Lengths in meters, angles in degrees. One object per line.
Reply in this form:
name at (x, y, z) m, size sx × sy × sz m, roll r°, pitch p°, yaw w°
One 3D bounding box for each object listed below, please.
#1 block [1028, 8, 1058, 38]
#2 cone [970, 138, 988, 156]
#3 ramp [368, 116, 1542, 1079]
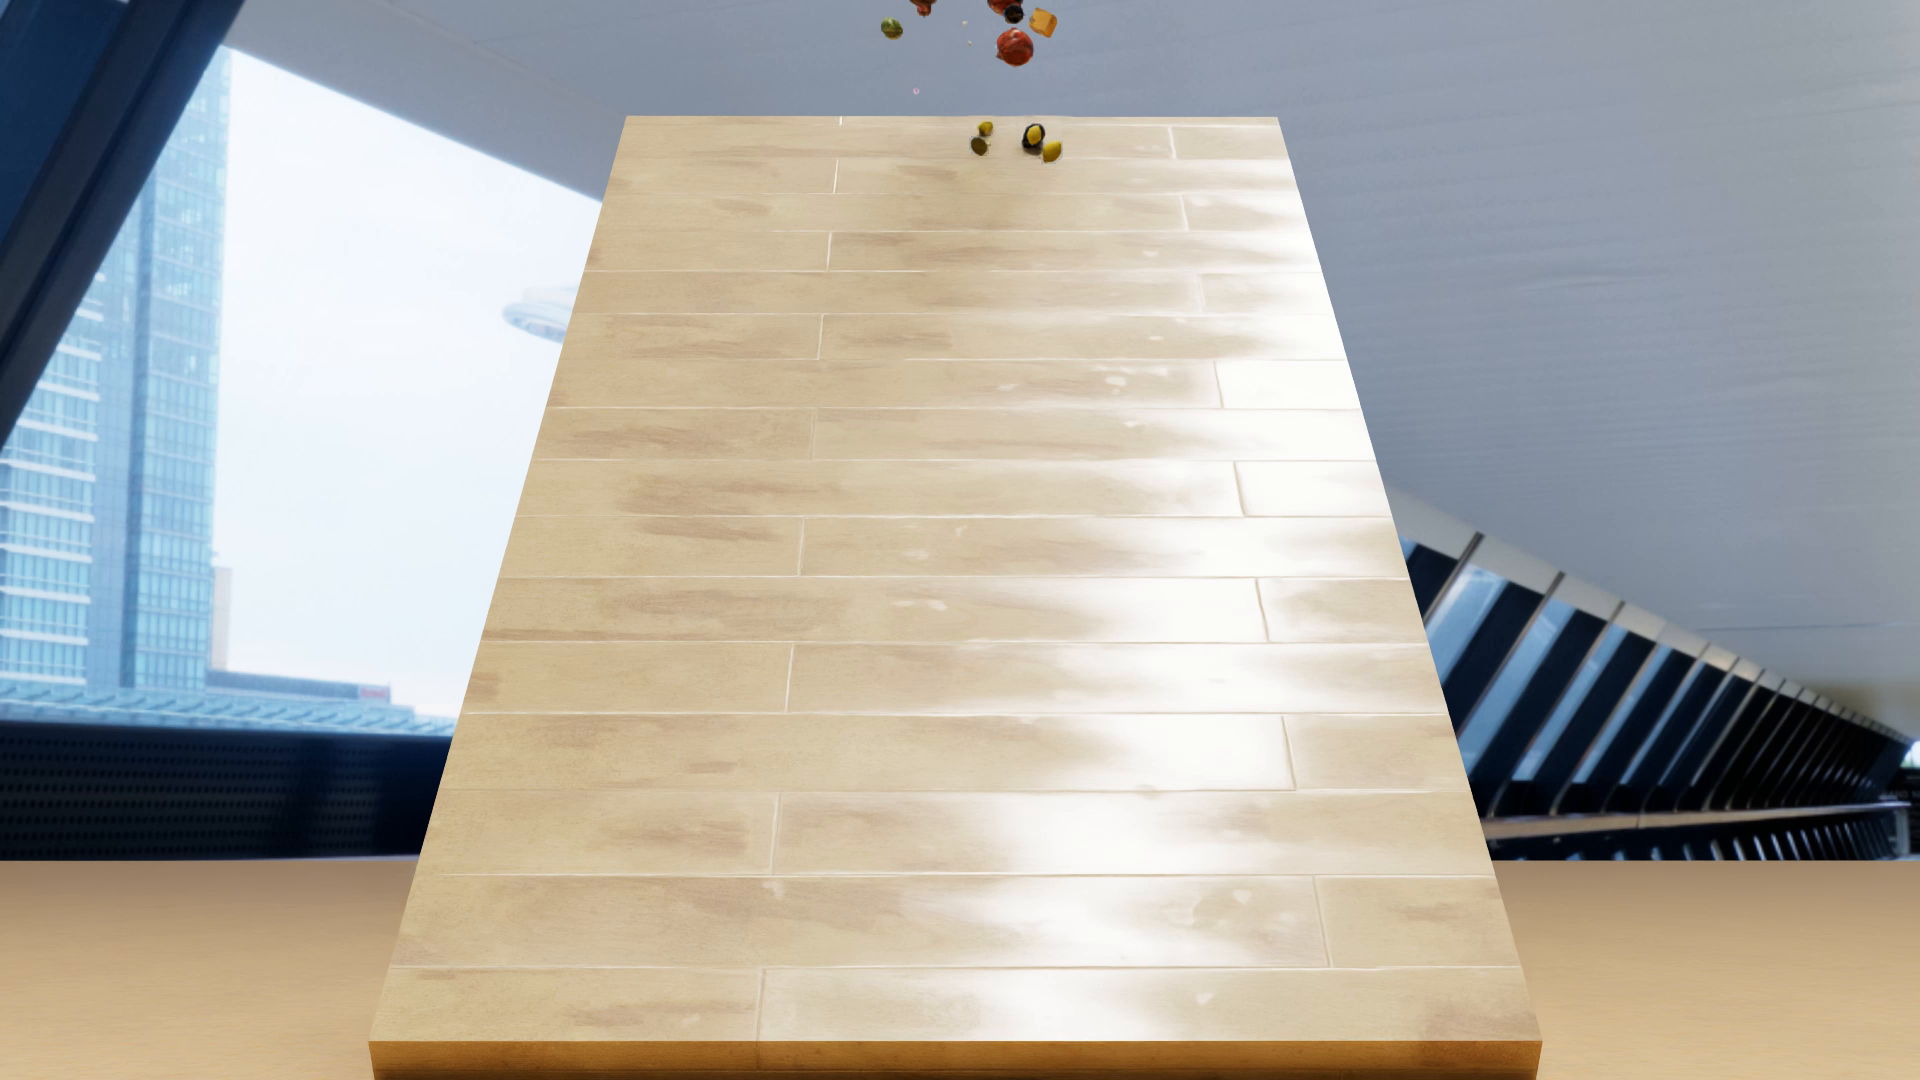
block at (0.249, -1.545, 7.336) m, size 0.058 × 0.058 × 0.058 m, roll 26°, pitch -1°, yaw 20°
cone at (0.071, -1.182, 7.307) m, size 0.057 × 0.057 × 0.057 m, roll -6°, pitch 25°, yaw 38°
ramp at (-0.015, -0.183, 5.890) m, size 2.000 × 0.100 × 4.000 m, roll 0°, pitch 33°, yaw 0°
